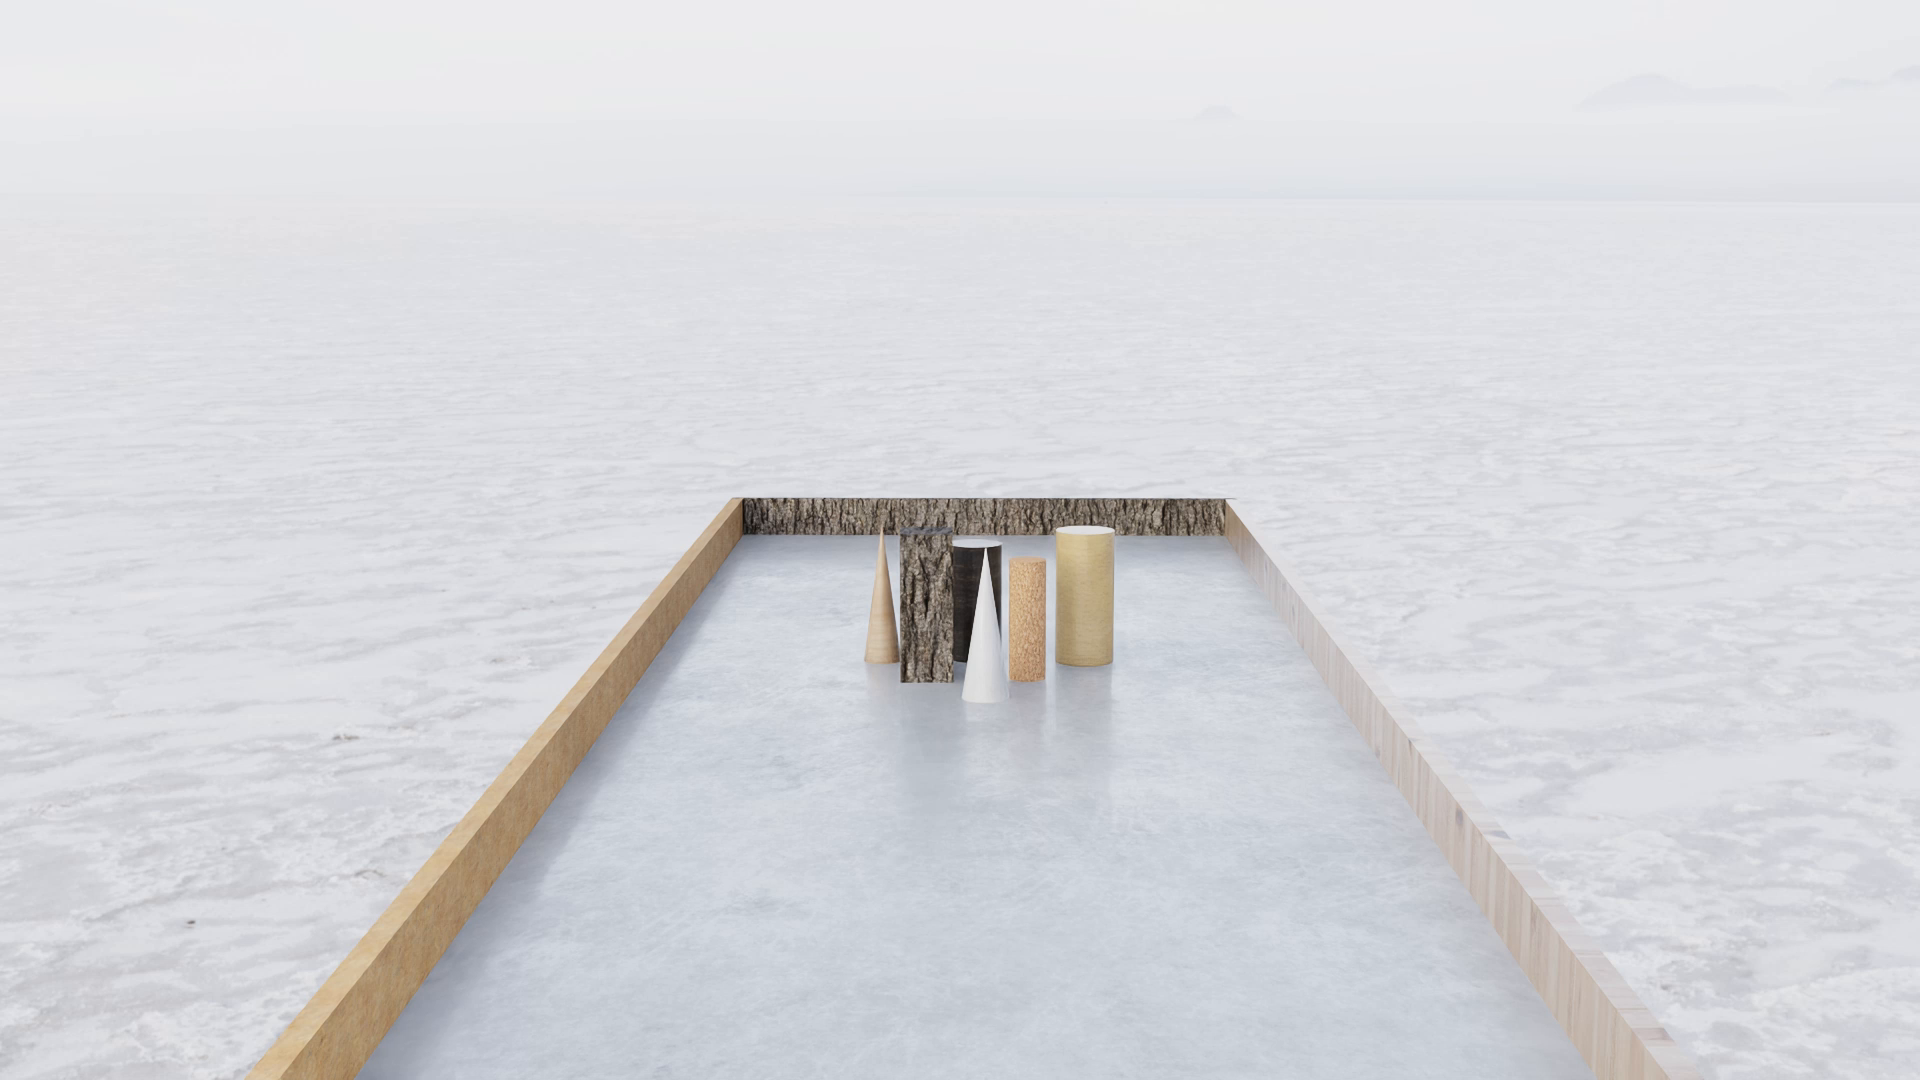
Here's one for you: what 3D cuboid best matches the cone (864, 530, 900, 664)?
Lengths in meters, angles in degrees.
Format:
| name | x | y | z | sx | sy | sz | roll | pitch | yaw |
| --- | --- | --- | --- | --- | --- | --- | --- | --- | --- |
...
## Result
| name | x | y | z | sx | sy | sz | roll | pitch | yaw |
| --- | --- | --- | --- | --- | --- | --- | --- | --- | --- |
| cone | -0.235 | 0.158 | 6.666 | 0.115 | 0.422 | 0.115 | 0 | 9 | 0 |

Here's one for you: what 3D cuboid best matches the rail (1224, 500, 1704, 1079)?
| name | x | y | z | sx | sy | sz | roll | pitch | yaw |
| --- | --- | --- | --- | --- | --- | --- | --- | --- | --- |
| rail | 1.046 | 0.843 | 3.208 | 0.050 | 0.150 | 12.000 | 0 | 9 | 1 |

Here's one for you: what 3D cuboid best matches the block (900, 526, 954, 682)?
| name | x | y | z | sx | sy | sz | roll | pitch | yaw |
| --- | --- | --- | --- | --- | --- | --- | --- | --- | --- |
| block | -0.097 | 0.188 | 6.433 | 0.154 | 0.435 | 0.154 | 0 | 9 | 0 |

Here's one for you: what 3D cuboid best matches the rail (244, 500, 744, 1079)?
| name | x | y | z | sx | sy | sz | roll | pitch | yaw |
| --- | --- | --- | --- | --- | --- | --- | --- | --- | --- |
| rail | -1.004 | 0.839 | 3.234 | 0.050 | 0.150 | 12.000 | 0 | 9 | 1 |

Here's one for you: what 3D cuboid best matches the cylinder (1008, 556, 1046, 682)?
| name | x | y | z | sx | sy | sz | roll | pitch | yaw |
| --- | --- | --- | --- | --- | --- | --- | --- | --- | --- |
| cylinder | 0.197 | 0.231 | 6.428 | 0.108 | 0.352 | 0.108 | 0 | 9 | 0 |

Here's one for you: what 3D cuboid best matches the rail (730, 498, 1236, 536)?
| name | x | y | z | sx | sy | sz | roll | pitch | yaw |
| --- | --- | --- | --- | --- | --- | --- | --- | --- | --- |
| rail | 0.099 | -0.098 | 9.147 | 2.100 | 0.150 | 0.050 | 0 | 9 | 1 |

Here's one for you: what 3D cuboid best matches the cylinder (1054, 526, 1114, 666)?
| name | x | y | z | sx | sy | sz | roll | pitch | yaw |
| --- | --- | --- | --- | --- | --- | --- | --- | --- | --- |
| cylinder | 0.378 | 0.169 | 6.661 | 0.178 | 0.402 | 0.178 | 0 | 9 | 0 |

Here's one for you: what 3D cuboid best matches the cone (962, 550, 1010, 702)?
| name | x | y | z | sx | sy | sz | roll | pitch | yaw |
| --- | --- | --- | --- | --- | --- | --- | --- | --- | --- |
| cone | 0.072 | 0.229 | 6.172 | 0.134 | 0.435 | 0.134 | 0 | 9 | 0 |

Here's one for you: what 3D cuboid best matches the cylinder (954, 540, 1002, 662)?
| name | x | y | z | sx | sy | sz | roll | pitch | yaw |
| --- | --- | --- | --- | --- | --- | --- | --- | --- | --- |
| cylinder | 0.046 | 0.185 | 6.709 | 0.163 | 0.354 | 0.163 | 0 | 9 | 0 |
